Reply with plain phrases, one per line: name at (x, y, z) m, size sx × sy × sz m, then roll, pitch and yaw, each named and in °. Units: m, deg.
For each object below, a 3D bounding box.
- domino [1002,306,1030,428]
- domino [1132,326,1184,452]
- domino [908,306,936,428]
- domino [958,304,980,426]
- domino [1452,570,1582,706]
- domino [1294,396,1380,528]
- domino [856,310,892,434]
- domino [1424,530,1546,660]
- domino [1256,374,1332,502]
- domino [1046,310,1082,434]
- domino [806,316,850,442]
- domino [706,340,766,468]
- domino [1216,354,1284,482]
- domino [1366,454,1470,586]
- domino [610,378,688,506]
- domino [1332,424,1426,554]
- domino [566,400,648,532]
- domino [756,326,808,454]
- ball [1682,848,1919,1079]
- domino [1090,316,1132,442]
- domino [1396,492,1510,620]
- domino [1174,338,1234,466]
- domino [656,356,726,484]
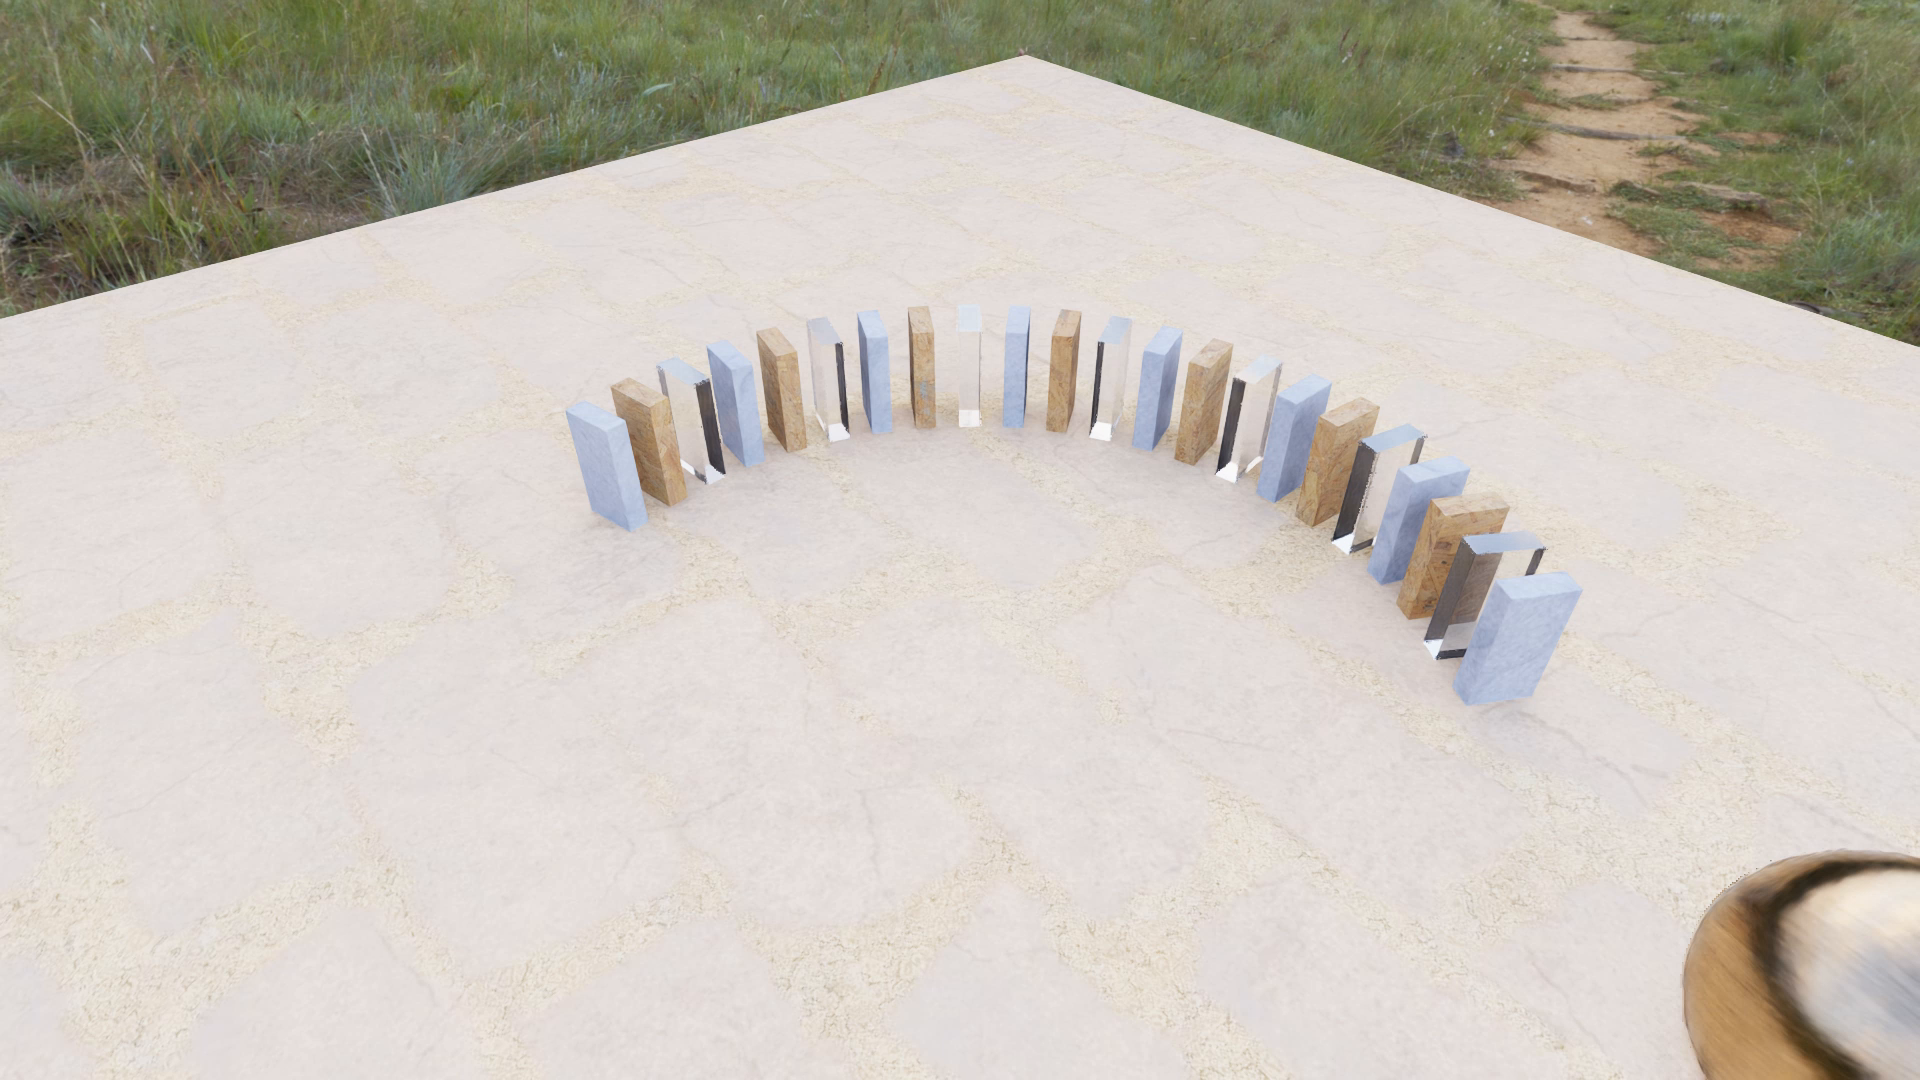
domino at (0.026, -0.080, 0.509) m, size 0.009 × 0.050 × 0.025 m, roll 4°, pitch 40°, yaw 5°
domino at (0.089, -0.068, 0.494) m, size 0.010 × 0.050 × 0.025 m, roll 18°, pitch 43°, yaw 21°
domino at (-0.018, -0.080, 0.509) m, size 0.010 × 0.050 × 0.025 m, roll -5°, pitch 40°, yaw -6°
domino at (0.004, -0.081, 0.510) m, size 0.009 × 0.050 × 0.025 m, roll 0°, pitch 39°, yaw 0°
domino at (0.187, 0.034, 0.370) m, size 0.025 × 0.050 × 0.010 m, roll -7°, pitch 40°, yaw -8°
domino at (0.154, -0.032, 0.450) m, size 0.025 × 0.050 × 0.010 m, roll -24°, pitch 45°, yaw -26°
domino at (-0.039, -0.077, 0.506) m, size 0.010 × 0.050 × 0.025 m, roll -9°, pitch 40°, yaw -11°
domino at (0.184, 0.020, 0.387) m, size 0.025 × 0.050 × 0.009 m, roll -5°, pitch 40°, yaw -6°
domino at (0.140, -0.042, 0.463) m, size 0.025 × 0.050 × 0.009 m, roll -30°, pitch 48°, yaw -31°
domino at (0.048, -0.077, 0.506) m, size 0.009 × 0.050 × 0.025 m, roll 9°, pitch 40°, yaw 10°
domino at (-0.060, -0.073, 0.500) m, size 0.010 × 0.050 × 0.025 m, roll -14°, pitch 41°, yaw -16°
domino at (-0.098, -0.060, 0.484) m, size 0.010 × 0.050 × 0.025 m, roll -24°, pitch 45°, yaw -26°
domino at (0.125, -0.052, 0.475) m, size 0.009 × 0.050 × 0.025 m, roll 29°, pitch 47°, yaw 30°
domino at (0.175, -0.007, 0.420) m, size 0.025 × 0.050 × 0.009 m, roll -13°, pitch 41°, yaw -16°
domino at (-0.130, -0.041, 0.461) m, size 0.025 × 0.050 × 0.009 m, roll 27°, pitch 47°, yaw 29°
domino at (0.165, -0.020, 0.436) m, size 0.025 × 0.050 × 0.010 m, roll -19°, pitch 43°, yaw -21°
domino at (-0.143, -0.030, 0.448) m, size 0.025 × 0.050 × 0.009 m, roll 25°, pitch 46°, yaw 28°
domino at (-0.080, -0.067, 0.493) m, size 0.009 × 0.050 × 0.025 m, roll -19°, pitch 43°, yaw -21°
ball at (0.213, 0.112, 0.251) m, size 0.080 × 0.080 × 0.080 m, roll 0°, pitch 39°, yaw 0°
domino at (0.069, -0.073, 0.501) m, size 0.009 × 0.050 × 0.025 m, roll 13°, pitch 41°, yaw 15°
domino at (0.180, 0.006, 0.404) m, size 0.025 × 0.050 × 0.010 m, roll -7°, pitch 40°, yaw -9°
domino at (0.107, -0.061, 0.485) m, size 0.010 × 0.050 × 0.025 m, roll 23°, pitch 45°, yaw 26°
domino at (-0.115, -0.051, 0.474) m, size 0.010 × 0.050 × 0.025 m, roll -32°, pitch 49°, yaw -33°
